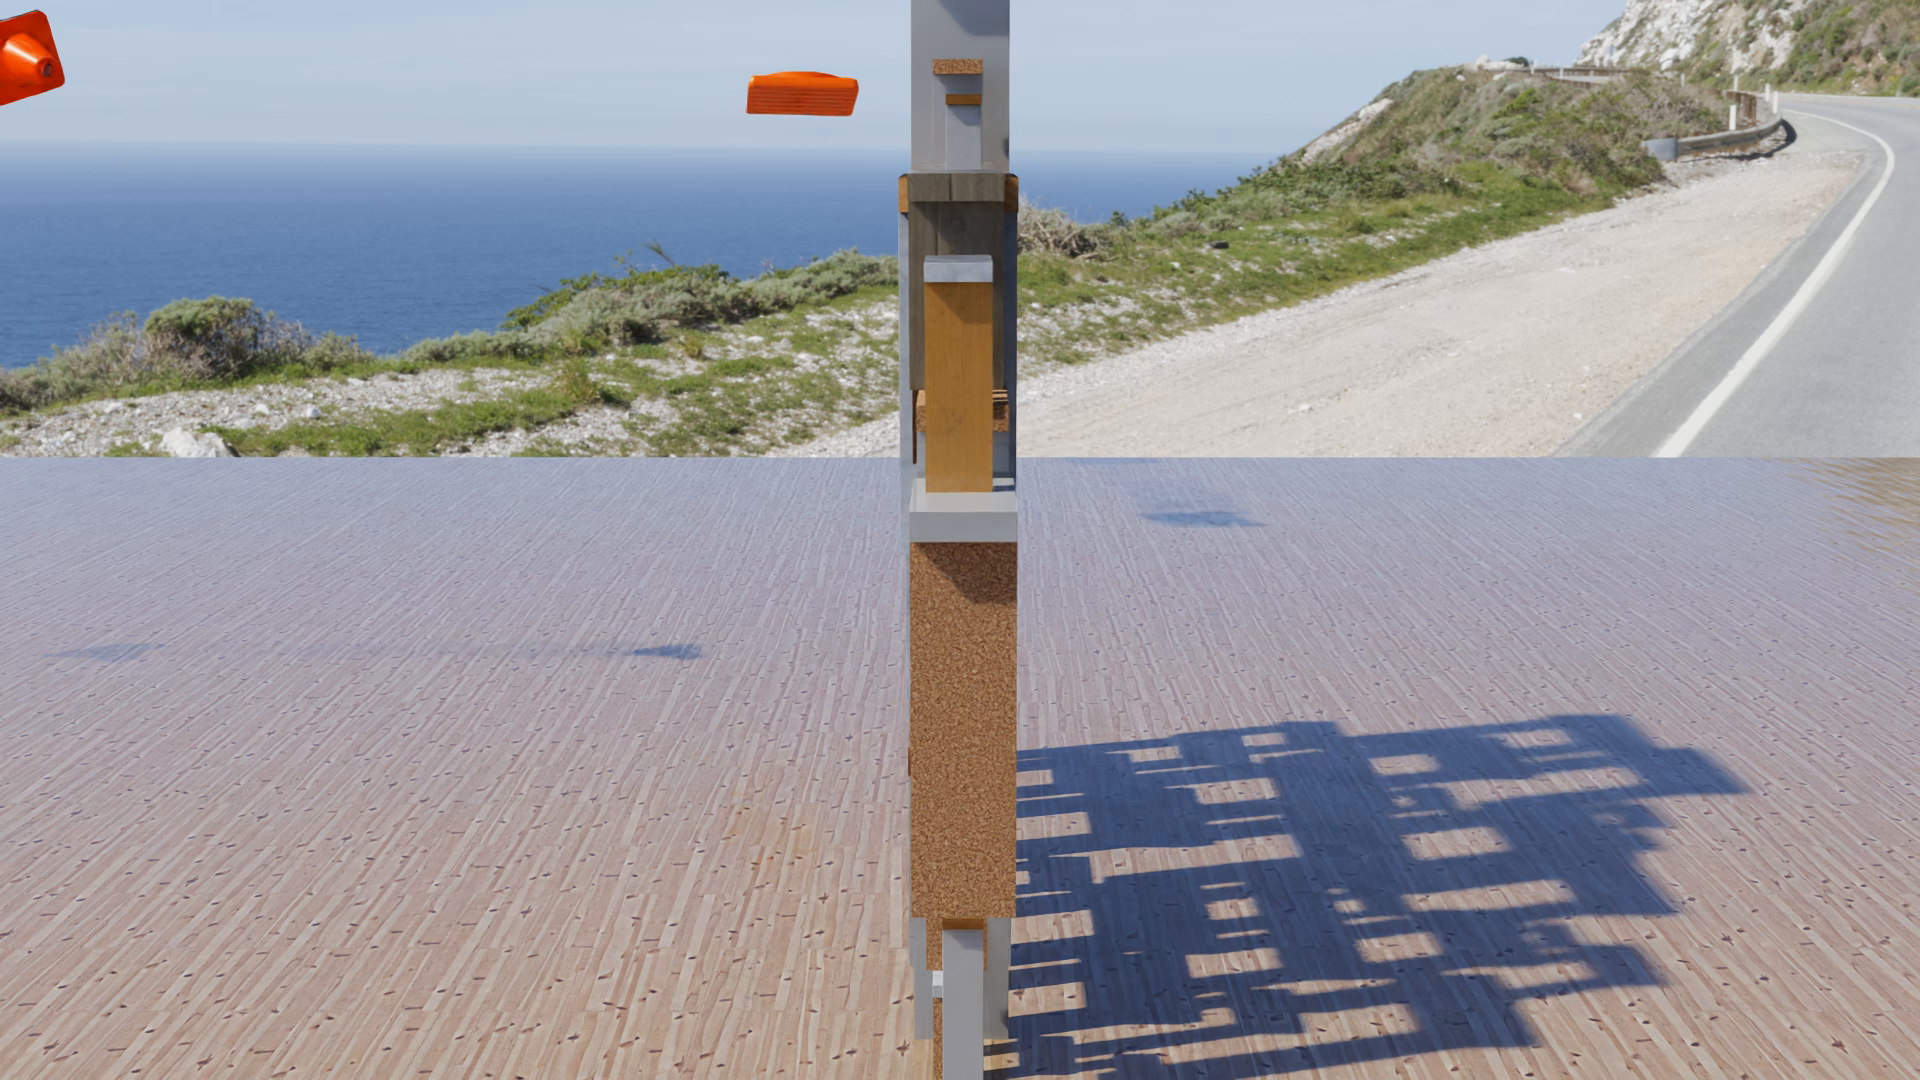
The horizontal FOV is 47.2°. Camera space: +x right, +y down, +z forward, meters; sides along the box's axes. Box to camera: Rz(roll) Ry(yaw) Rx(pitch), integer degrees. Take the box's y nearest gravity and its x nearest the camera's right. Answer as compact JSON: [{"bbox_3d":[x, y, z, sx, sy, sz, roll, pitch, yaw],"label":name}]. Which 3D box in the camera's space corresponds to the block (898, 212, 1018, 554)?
[{"bbox_3d":[-0.003,-0.241,3.383,0.179,0.526,0.051,0,11,0],"label":"block"}]

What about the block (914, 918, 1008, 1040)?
[{"bbox_3d":[0.002,0.566,3.074,0.132,0.265,0.037,0,11,0],"label":"block"}]

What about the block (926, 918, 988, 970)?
[{"bbox_3d":[-0.004,0.417,2.933,0.082,0.323,0.023,0,10,0],"label":"block"}]

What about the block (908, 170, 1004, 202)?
[{"bbox_3d":[-0.005,-0.508,3.144,0.133,0.038,0.266,0,11,0],"label":"block"}]

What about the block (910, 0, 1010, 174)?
[{"bbox_3d":[0.000,-0.761,3.587,0.160,0.320,0.045,0,11,0],"label":"block"}]

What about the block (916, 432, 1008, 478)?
[{"bbox_3d":[0.004,-0.031,3.005,0.124,0.248,0.035,0,11,0],"label":"block"}]

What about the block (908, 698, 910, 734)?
[{"bbox_3d":[-0.001,0.383,3.830,0.174,0.347,0.049,0,11,0],"label":"block"}]

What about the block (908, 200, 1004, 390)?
[{"bbox_3d":[-0.005,-0.346,3.103,0.133,0.266,0.038,0,10,0],"label":"block"}]

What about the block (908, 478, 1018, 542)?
[{"bbox_3d":[0.004,-0.040,2.821,0.133,0.038,0.266,0,10,0],"label":"block"}]

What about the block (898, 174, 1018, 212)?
[{"bbox_3d":[-0.002,-0.547,3.455,0.179,0.051,0.358,0,11,0],"label":"block"}]

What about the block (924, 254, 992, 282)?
[{"bbox_3d":[-0.002,-0.352,2.850,0.086,0.024,0.173,0,11,0],"label":"block"}]

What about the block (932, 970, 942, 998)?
[{"bbox_3d":[-0.005,0.585,2.964,0.063,0.018,0.125,0,11,0],"label":"block"}]

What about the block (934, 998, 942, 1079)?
[{"bbox_3d":[-0.005,0.662,2.936,0.063,0.125,0.018,0,11,0],"label":"block"}]

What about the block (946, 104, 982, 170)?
[{"bbox_3d":[0.005,-0.600,3.304,0.054,0.107,0.015,0,11,0],"label":"block"}]

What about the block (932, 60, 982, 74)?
[{"bbox_3d":[-0.004,-0.741,3.452,0.077,0.022,0.155,0,11,0],"label":"block"}]

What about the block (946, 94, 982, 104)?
[{"bbox_3d":[0.005,-0.666,3.328,0.054,0.015,0.107,0,11,0],"label":"block"}]

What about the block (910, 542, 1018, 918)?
[{"bbox_3d":[0.005,0.237,2.782,0.133,0.492,0.038,0,11,0],"label":"block"}]

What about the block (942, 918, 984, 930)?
[{"bbox_3d":[0.004,0.481,2.859,0.053,0.015,0.105,0,11,0],"label":"block"}]

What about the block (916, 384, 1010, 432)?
[{"bbox_3d":[0.004,-0.185,3.060,0.124,0.035,0.248,0,10,0],"label":"block"}]

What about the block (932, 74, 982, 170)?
[{"bbox_3d":[-0.004,-0.645,3.418,0.077,0.155,0.022,0,11,0],"label":"block"}]

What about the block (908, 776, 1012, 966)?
[{"bbox_3d":[0.000,0.493,3.342,0.155,0.310,0.044,0,11,0],"label":"block"}]

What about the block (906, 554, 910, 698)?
[{"bbox_3d":[-0.004,0.067,3.529,0.165,0.373,0.047,0,11,0],"label":"block"}]

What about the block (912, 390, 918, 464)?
[{"bbox_3d":[-0.005,-0.313,3.288,0.133,0.398,0.038,0,10,0],"label":"block"}]

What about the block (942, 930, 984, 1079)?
[{"bbox_3d":[0.004,0.616,2.848,0.053,0.248,0.015,0,11,0],"label":"block"}]

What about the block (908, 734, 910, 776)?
[{"bbox_3d":[0.000,0.301,3.412,0.155,0.044,0.310,0,11,0],"label":"block"}]

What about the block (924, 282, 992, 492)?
[{"bbox_3d":[-0.001,-0.197,2.820,0.086,0.270,0.024,0,11,0],"label":"block"}]
